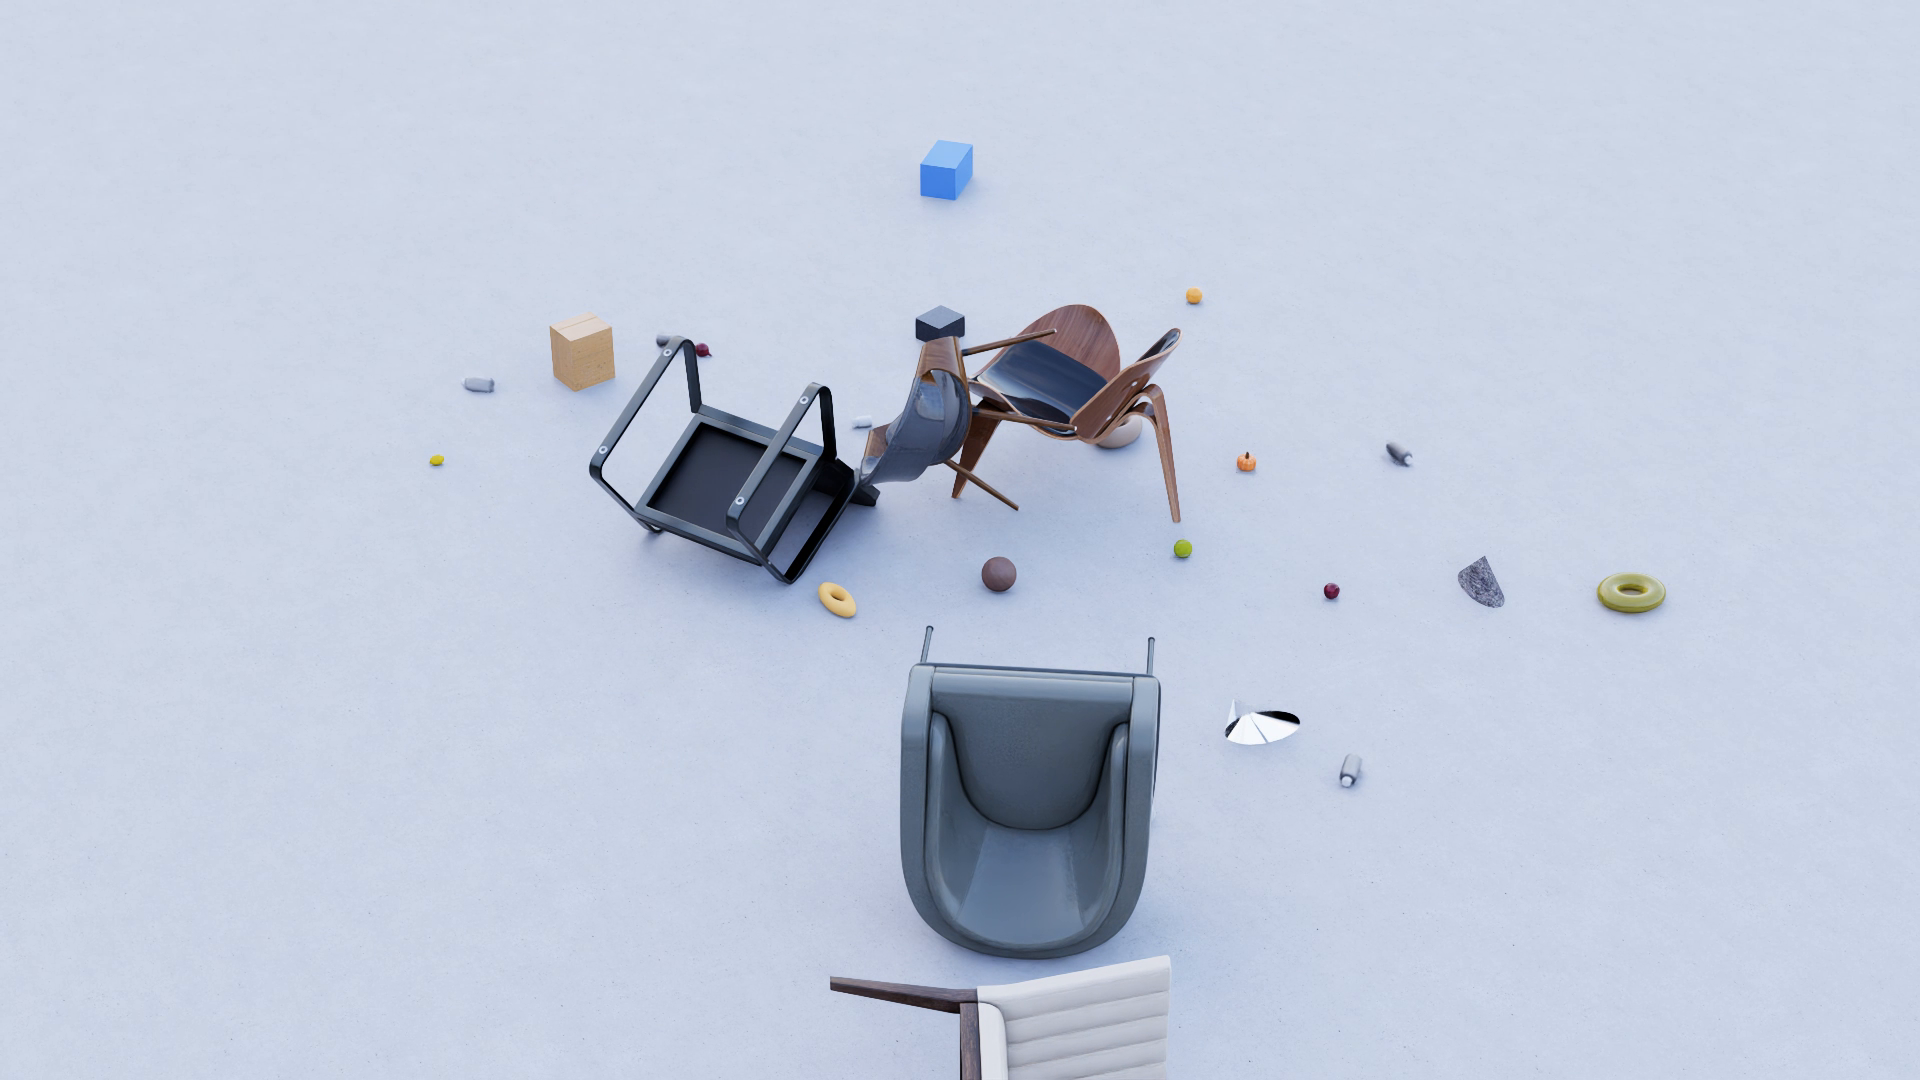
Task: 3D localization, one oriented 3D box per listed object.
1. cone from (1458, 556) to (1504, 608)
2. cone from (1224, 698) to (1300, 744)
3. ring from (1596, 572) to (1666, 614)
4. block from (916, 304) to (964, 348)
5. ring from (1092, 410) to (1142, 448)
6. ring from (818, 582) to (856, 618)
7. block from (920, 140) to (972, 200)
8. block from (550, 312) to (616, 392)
[{"bbox_3d":[1.897,0.116,10.637,0.130,0.145,0.260,-12,35,-17],"label":"cone"},{"bbox_3d":[0.982,0.589,9.998,0.274,0.117,0.260,-6,21,-16],"label":"cone"},{"bbox_3d":[2.427,0.190,10.601,0.261,0.062,0.216,-11,36,-17],"label":"ring"},{"bbox_3d":[-0.083,-0.888,12.206,0.137,0.094,0.155,27,42,35],"label":"block"},{"bbox_3d":[0.618,-0.436,11.528,0.170,0.087,0.242,25,39,35],"label":"ring"},{"bbox_3d":[-0.443,0.215,10.568,0.095,0.057,0.213,-22,39,-27],"label":"ring"},{"bbox_3d":[-0.060,-1.686,13.360,0.166,0.158,0.265,10,35,14],"label":"block"},{"bbox_3d":[-1.531,-0.764,11.890,0.193,0.236,0.165,-23,40,-31],"label":"block"}]
